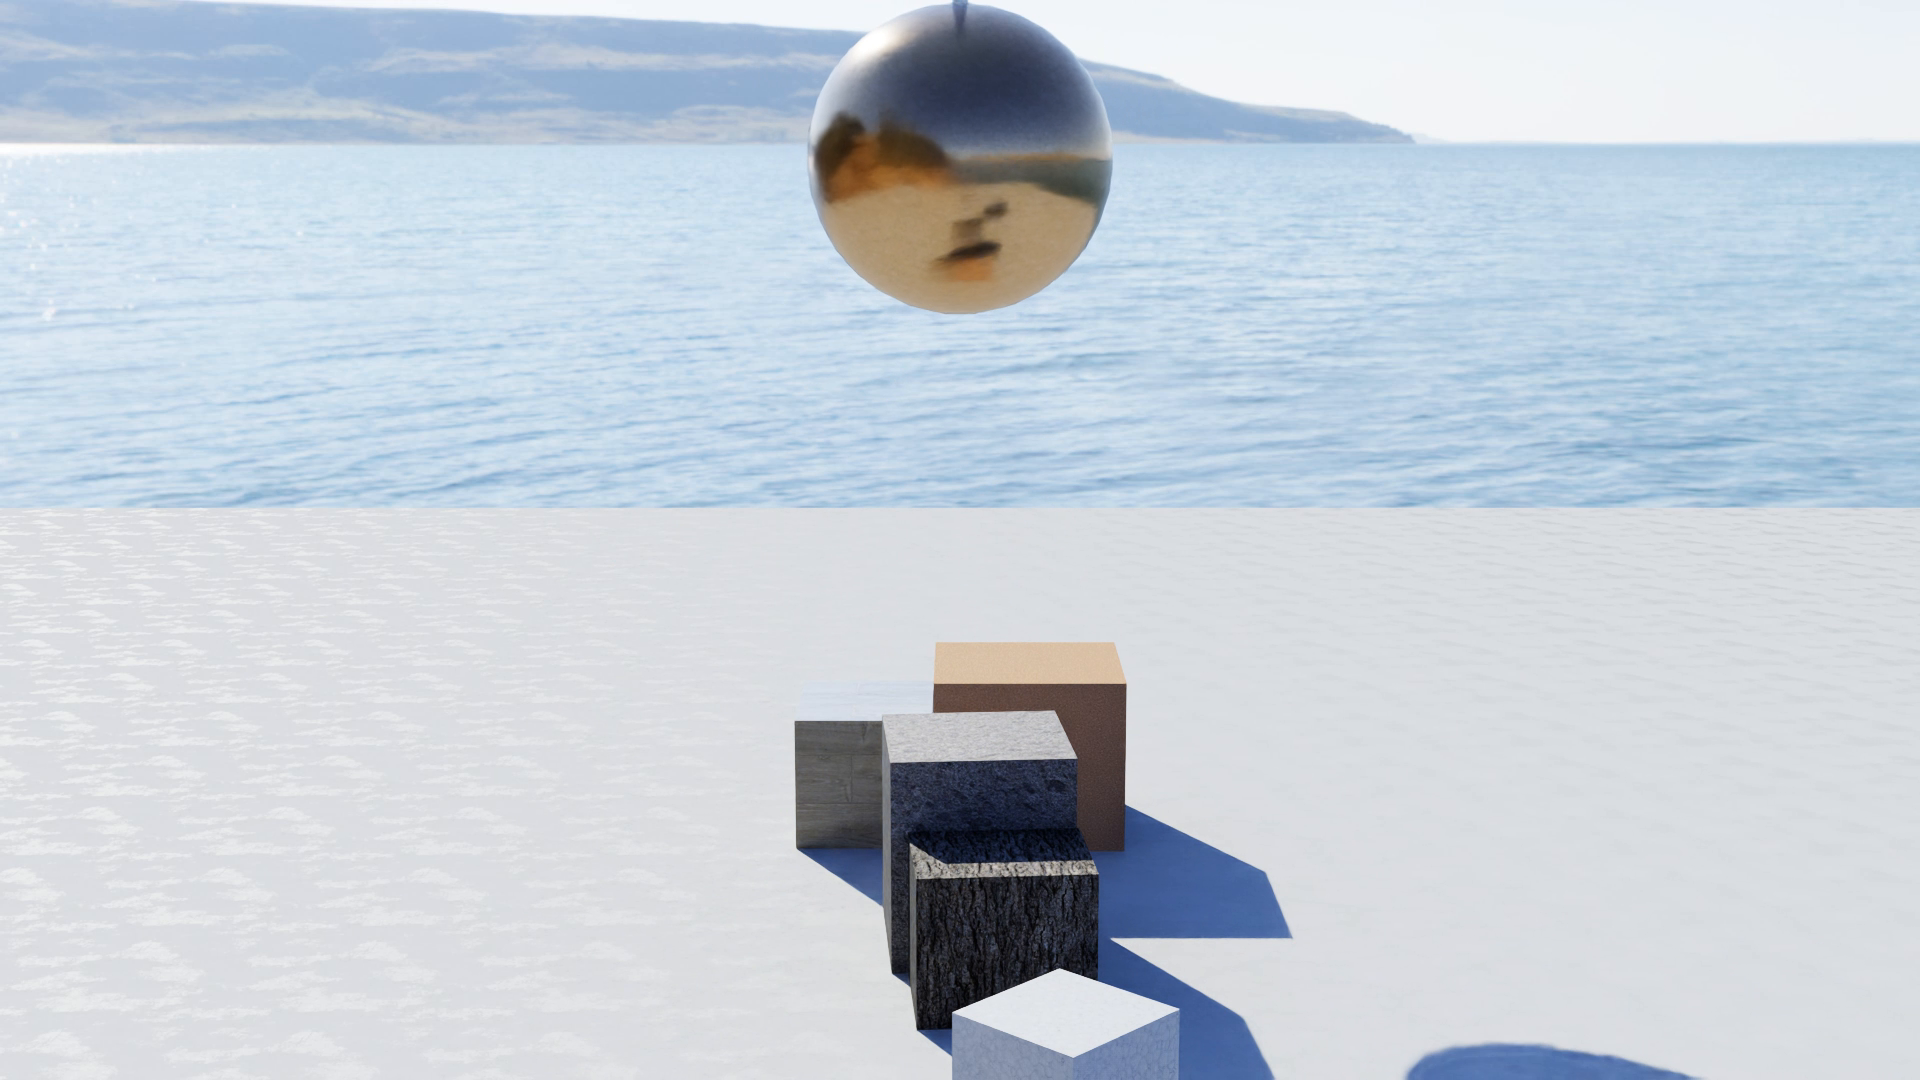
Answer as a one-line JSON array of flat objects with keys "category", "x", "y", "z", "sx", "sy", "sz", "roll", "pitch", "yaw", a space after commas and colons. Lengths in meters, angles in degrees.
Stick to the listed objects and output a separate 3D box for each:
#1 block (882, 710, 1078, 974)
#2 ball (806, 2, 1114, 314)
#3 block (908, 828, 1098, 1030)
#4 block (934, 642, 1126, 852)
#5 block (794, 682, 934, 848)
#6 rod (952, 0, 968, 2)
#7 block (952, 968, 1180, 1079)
[{"category": "block", "x": 0.070, "y": 1.316, "z": 9.722, "sx": 0.790, "sy": 0.933, "sz": 0.793, "roll": -1, "pitch": 10, "yaw": -4}, {"category": "ball", "x": 0.000, "y": -1.979, "z": 11.454, "sx": 1.600, "sy": 1.600, "sz": 1.600, "roll": 0, "pitch": 10, "yaw": 0}, {"category": "block", "x": 0.166, "y": 1.590, "z": 9.053, "sx": 0.727, "sy": 0.632, "sz": 0.595, "roll": -1, "pitch": 10, "yaw": -4}, {"category": "block", "x": 0.347, "y": 1.051, "z": 11.369, "sx": 0.953, "sy": 0.863, "sz": 0.907, "roll": 0, "pitch": 10, "yaw": 0}, {"category": "block", "x": -0.482, "y": 1.151, "z": 11.382, "sx": 0.684, "sy": 0.663, "sz": 0.812, "roll": 0, "pitch": 10, "yaw": 0}, {"category": "rod", "x": 0.000, "y": -5.243, "z": 10.502, "sx": 0.080, "sy": 5.200, "sz": 0.080, "roll": 0, "pitch": 16, "yaw": 0}, {"category": "block", "x": 0.361, "y": 1.890, "z": 7.533, "sx": 0.542, "sy": 0.586, "sz": 0.555, "roll": 10, "pitch": 14, "yaw": 43}]
